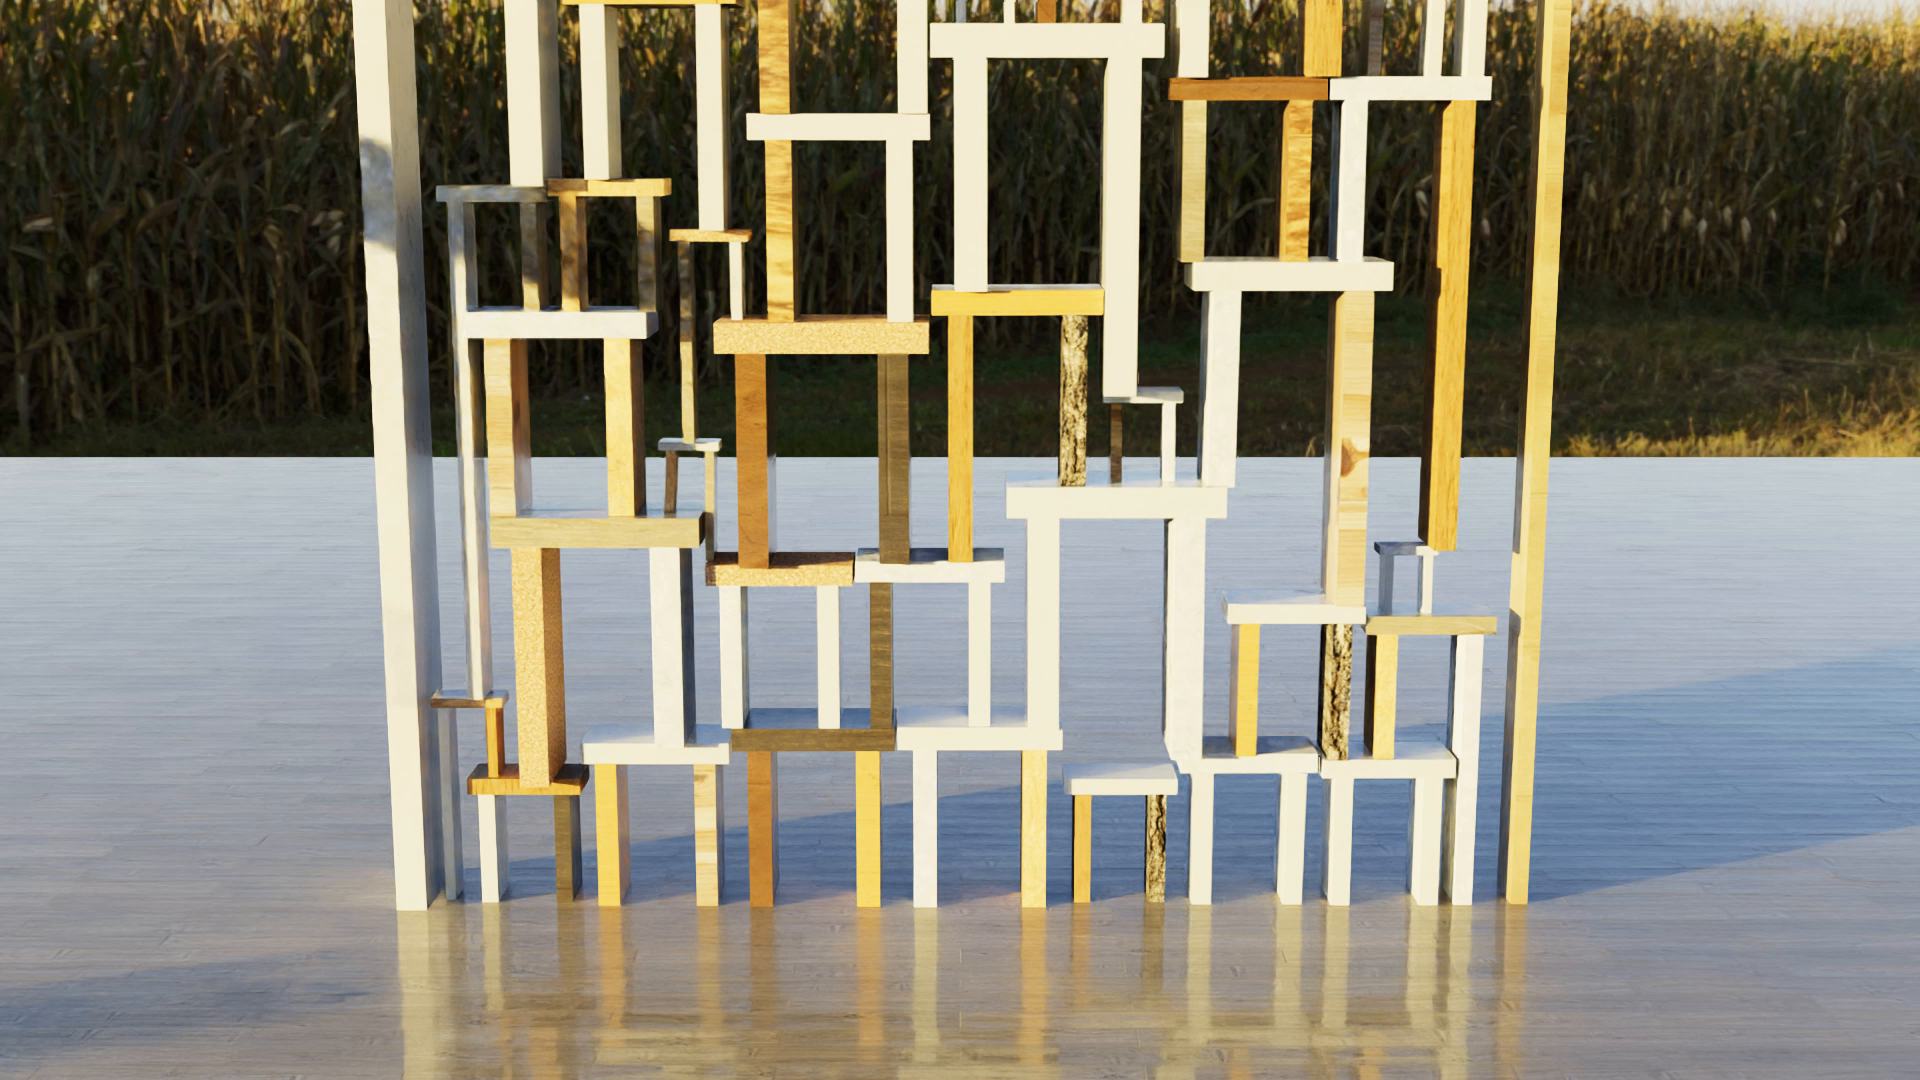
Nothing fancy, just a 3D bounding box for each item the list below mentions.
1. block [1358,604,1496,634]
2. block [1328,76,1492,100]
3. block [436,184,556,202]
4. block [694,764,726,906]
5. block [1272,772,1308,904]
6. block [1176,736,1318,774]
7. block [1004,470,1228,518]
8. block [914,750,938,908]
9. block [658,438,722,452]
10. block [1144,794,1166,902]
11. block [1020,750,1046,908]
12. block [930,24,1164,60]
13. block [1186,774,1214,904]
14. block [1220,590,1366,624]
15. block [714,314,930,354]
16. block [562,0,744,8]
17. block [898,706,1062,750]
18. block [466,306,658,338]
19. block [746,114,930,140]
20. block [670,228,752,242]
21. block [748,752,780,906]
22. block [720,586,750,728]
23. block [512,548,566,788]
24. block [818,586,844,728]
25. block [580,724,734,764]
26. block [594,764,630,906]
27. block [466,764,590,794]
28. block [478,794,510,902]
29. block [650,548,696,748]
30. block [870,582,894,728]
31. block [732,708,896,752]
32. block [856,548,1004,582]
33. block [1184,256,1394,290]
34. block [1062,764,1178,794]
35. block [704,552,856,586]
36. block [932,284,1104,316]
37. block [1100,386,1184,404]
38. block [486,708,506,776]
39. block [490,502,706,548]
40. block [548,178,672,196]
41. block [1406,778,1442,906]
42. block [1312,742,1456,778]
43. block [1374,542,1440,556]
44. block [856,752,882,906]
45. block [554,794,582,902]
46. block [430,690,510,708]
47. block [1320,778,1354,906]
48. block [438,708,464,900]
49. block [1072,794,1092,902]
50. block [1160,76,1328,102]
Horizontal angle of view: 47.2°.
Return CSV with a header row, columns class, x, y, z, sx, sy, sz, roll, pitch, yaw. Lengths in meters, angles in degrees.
class,x,y,z,sx,sy,sz,roll,pitch,yaw
block,0.757,0.128,3.580,0.208,0.029,0.104,0,11,0
block,0.690,-0.703,3.426,0.247,0.035,0.123,0,11,-1
block,-0.730,-0.547,3.463,0.171,0.024,0.085,0,11,0
block,-0.415,0.471,3.649,0.034,0.241,0.121,0,11,0
block,0.548,0.480,3.652,0.032,0.223,0.112,1,11,0
block,0.471,0.354,3.632,0.223,0.032,0.112,0,11,0
block,0.247,-0.074,3.548,0.347,0.049,0.173,0,11,0
block,-0.056,0.459,3.646,0.038,0.266,0.133,0,11,0
block,-0.434,-0.154,3.539,0.097,0.014,0.049,0,10,0
block,0.324,0.498,3.656,0.026,0.185,0.092,0,11,0
block,0.121,0.459,3.646,0.038,0.266,0.133,0,11,0
block,0.133,-0.772,3.413,0.354,0.050,0.177,0,11,0
block,0.397,0.480,3.652,0.032,0.223,0.112,0,11,0
block,0.539,0.108,3.572,0.221,0.031,0.110,0,11,0
block,-0.216,-0.328,3.499,0.334,0.047,0.167,0,11,0
block,-0.472,-0.845,3.402,0.263,0.037,0.131,0,11,0
block,0.032,0.309,3.619,0.266,0.038,0.133,0,11,0
block,-0.631,-0.347,3.500,0.282,0.040,0.141,0,11,0
block,-0.187,-0.646,3.436,0.280,0.040,0.140,0,11,0
block,-0.393,-0.481,3.468,0.123,0.017,0.062,1,11,1
block,-0.326,0.460,3.648,0.037,0.264,0.132,0,11,0
block,-0.368,0.178,3.594,0.033,0.235,0.117,0,11,0
block,-0.686,0.190,3.590,0.047,0.393,0.164,0,11,0
block,-0.211,0.178,3.593,0.033,0.235,0.117,0,11,0
block,-0.495,0.336,3.624,0.241,0.034,0.121,0,11,0
block,-0.576,0.471,3.649,0.034,0.241,0.121,0,11,0
block,-0.713,0.395,3.637,0.185,0.026,0.092,0,11,0
block,-0.774,0.498,3.656,0.026,0.185,0.092,0,11,0
block,-0.467,0.159,3.584,0.047,0.329,0.164,0,11,0
block,-0.127,0.175,3.591,0.034,0.242,0.119,0,11,0
block,-0.238,0.312,3.620,0.264,0.037,0.132,0,11,0
block,-0.048,0.040,3.566,0.239,0.034,0.119,0,11,0
block,0.516,-0.422,3.478,0.308,0.044,0.154,0,11,0
block,0.263,0.395,3.637,0.185,0.026,0.092,0,11,0
block,-0.290,0.047,3.569,0.235,0.033,0.117,0,11,0
block,0.090,-0.381,3.486,0.269,0.038,0.135,0,11,0
block,0.291,-0.232,3.519,0.127,0.018,0.063,0,11,0
block,-0.765,0.326,3.620,0.016,0.116,0.058,0,10,0
block,-0.576,-0.026,3.550,0.328,0.047,0.164,0,11,0
block,-0.550,-0.555,3.455,0.180,0.026,0.090,0,11,0
block,0.769,0.484,3.647,0.031,0.217,0.108,0,11,0
block,0.697,0.362,3.624,0.217,0.031,0.108,0,11,-1
block,0.722,0.013,3.558,0.095,0.014,0.048,0,11,-1
block,-0.150,0.460,3.648,0.037,0.264,0.132,0,11,0
block,-0.651,0.498,3.657,0.026,0.185,0.092,0,11,0
block,-0.804,0.261,3.608,0.116,0.016,0.058,0,11,0
block,0.624,0.484,3.646,0.031,0.217,0.108,0,11,0
block,-0.842,0.429,3.639,0.016,0.327,0.058,0,11,0
block,0.201,0.498,3.656,0.026,0.185,0.092,0,11,0
block,0.440,-0.702,3.425,0.246,0.035,0.123,0,11,-1
